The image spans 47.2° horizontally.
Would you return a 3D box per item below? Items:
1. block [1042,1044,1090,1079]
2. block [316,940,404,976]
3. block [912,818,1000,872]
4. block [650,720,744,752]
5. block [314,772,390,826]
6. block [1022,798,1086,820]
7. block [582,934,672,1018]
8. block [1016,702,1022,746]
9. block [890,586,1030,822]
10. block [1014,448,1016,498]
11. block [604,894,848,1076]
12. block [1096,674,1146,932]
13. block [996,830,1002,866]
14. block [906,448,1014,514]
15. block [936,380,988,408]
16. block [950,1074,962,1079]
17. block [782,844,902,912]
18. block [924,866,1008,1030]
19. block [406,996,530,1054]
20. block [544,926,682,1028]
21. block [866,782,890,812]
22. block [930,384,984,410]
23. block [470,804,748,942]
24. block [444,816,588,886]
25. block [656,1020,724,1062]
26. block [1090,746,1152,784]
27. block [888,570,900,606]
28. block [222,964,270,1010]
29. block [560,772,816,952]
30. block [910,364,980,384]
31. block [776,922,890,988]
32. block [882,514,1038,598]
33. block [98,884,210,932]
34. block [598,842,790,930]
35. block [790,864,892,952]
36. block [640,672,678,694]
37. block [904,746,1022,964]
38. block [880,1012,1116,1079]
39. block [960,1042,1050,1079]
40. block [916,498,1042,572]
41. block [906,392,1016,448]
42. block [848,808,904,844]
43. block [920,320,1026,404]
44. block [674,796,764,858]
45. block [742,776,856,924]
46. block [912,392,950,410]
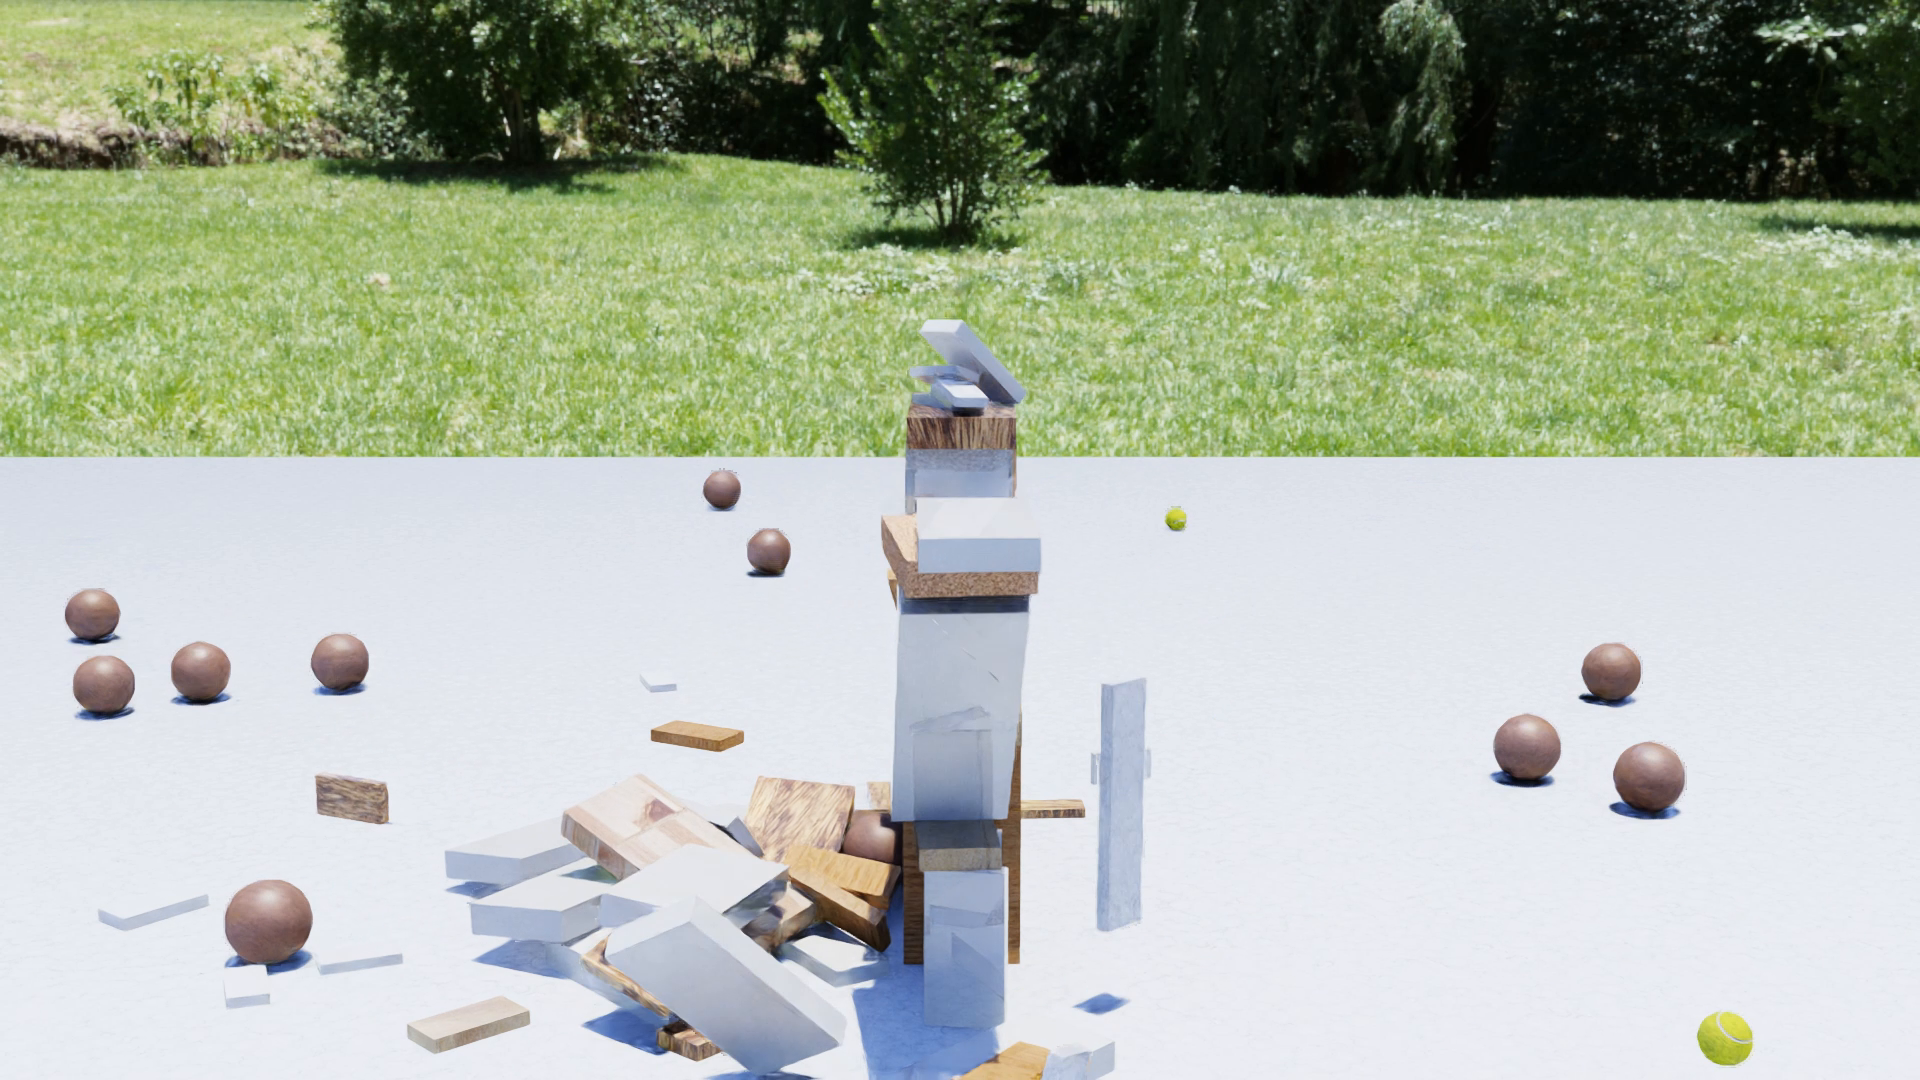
[{"bbox_3d":[0.114,0.691,2.664,0.022,0.152,0.076,16,3,28],"label":"block"},{"bbox_3d":[-0.918,0.638,3.361,0.121,0.017,0.061,-4,11,-23],"label":"block"},{"bbox_3d":[-0.007,0.426,3.196,0.115,0.033,0.230,-1,11,-4],"label":"block"},{"bbox_3d":[-0.547,0.408,4.580,0.175,0.025,0.088,6,12,29],"label":"block"},{"bbox_3d":[-1.124,0.478,4.066,0.152,0.076,0.022,5,12,25],"label":"block"},{"bbox_3d":[0.169,0.501,4.099,0.122,0.017,0.061,-1,11,-3],"label":"block"},{"bbox_3d":[-0.444,0.602,3.085,0.168,0.024,0.084,20,45,37],"label":"block"},{"bbox_3d":[0.003,0.247,3.429,0.178,0.050,0.355,0,11,0],"label":"block"},{"bbox_3d":[-0.006,0.233,3.037,0.170,0.483,0.048,-1,50,-4],"label":"block"},{"bbox_3d":[0.007,-0.010,3.837,0.174,0.390,0.049,4,11,19],"label":"block"},{"bbox_3d":[-0.302,0.584,2.863,0.151,0.301,0.043,-26,34,28],"label":"block"},{"bbox_3d":[0.230,0.376,3.139,0.022,0.361,0.076,8,12,41],"label":"block"},{"bbox_3d":[0.005,0.546,3.273,0.115,0.230,0.033,0,6,2],"label":"block"},{"bbox_3d":[-0.001,0.015,3.589,0.174,0.348,0.049,0,9,0],"label":"block"},{"bbox_3d":[0.003,-0.237,3.546,0.055,0.016,0.110,0,19,-17],"label":"block"},{"bbox_3d":[0.006,0.733,2.668,0.104,0.029,0.208,-35,24,-15],"label":"block"},{"bbox_3d":[-0.194,0.543,3.544,0.185,0.026,0.093,11,26,8],"label":"block"},{"bbox_3d":[0.009,0.576,3.116,0.115,0.229,0.033,2,10,9],"label":"block"},{"bbox_3d":[-0.693,0.684,3.105,0.152,0.022,0.076,-10,14,-42],"label":"block"},{"bbox_3d":[-0.456,0.638,3.278,0.171,0.048,0.341,-9,14,-40],"label":"block"},{"bbox_3d":[-0.125,0.491,4.136,0.088,0.025,0.175,-1,11,-7],"label":"block"},{"bbox_3d":[-0.004,-0.233,3.582,0.055,0.016,0.110,-1,19,-19],"label":"block"},{"bbox_3d":[-0.512,0.540,3.641,0.171,0.048,0.724,0,6,26],"label":"block"},{"bbox_3d":[-0.703,0.528,3.774,0.167,0.047,0.334,1,5,30],"label":"block"},{"bbox_3d":[-0.334,0.685,3.091,0.084,0.024,0.168,9,14,41],"label":"block"},{"bbox_3d":[0.315,0.441,4.303,0.122,0.061,0.017,-4,11,-21],"label":"block"},{"bbox_3d":[-0.065,0.115,3.353,0.055,0.016,0.387,-2,-20,3],"label":"block"},{"bbox_3d":[-1.054,0.659,3.248,0.061,0.017,0.121,-4,11,-20],"label":"block"},{"bbox_3d":[-0.428,0.513,3.446,0.398,0.047,0.167,31,35,28],"label":"block"},{"bbox_3d":[-0.026,-0.273,3.635,0.110,0.016,0.055,2,-12,45],"label":"block"},{"bbox_3d":[-0.195,0.634,3.361,0.093,0.026,0.185,-7,13,-33],"label":"block"},{"bbox_3d":[-0.005,0.017,2.960,0.170,0.048,0.339,-1,11,-7],"label":"block"},{"bbox_3d":[-1.309,0.597,3.574,0.076,0.022,0.152,8,13,38],"label":"block"},{"bbox_3d":[-0.383,0.518,3.216,0.167,0.047,0.334,11,7,13],"label":"block"},{"bbox_3d":[-0.185,0.572,3.413,0.168,0.084,0.024,25,57,26],"label":"block"},{"bbox_3d":[-0.693,0.326,5.045,0.061,0.017,0.122,-4,11,-20],"label":"block"},{"bbox_3d":[0.003,0.468,3.350,0.178,0.355,0.050,0,10,0],"label":"block"},{"bbox_3d":[0.053,0.708,2.914,0.151,0.043,0.301,9,14,41],"label":"block"},{"bbox_3d":[0.067,0.690,2.836,0.076,0.022,0.152,7,13,34],"label":"block"},{"bbox_3d":[0.020,-0.009,2.850,0.151,0.043,0.302,0,11,-2],"label":"block"},{"bbox_3d":[0.004,-0.201,3.664,0.174,0.049,0.348,0,11,0],"label":"block"},{"bbox_3d":[-0.174,0.517,3.993,0.184,0.026,0.092,4,11,19],"label":"block"},{"bbox_3d":[0.022,-0.294,3.620,0.092,0.026,0.184,8,-30,50],"label":"block"},{"bbox_3d":[-0.406,0.472,3.589,0.185,0.093,0.026,8,48,46],"label":"block"},{"bbox_3d":[-0.283,0.513,3.678,0.171,0.048,0.341,6,26,3],"label":"block"},{"bbox_3d":[-0.026,-0.232,3.652,0.055,0.016,0.110,-7,13,-33],"label":"block"}]
